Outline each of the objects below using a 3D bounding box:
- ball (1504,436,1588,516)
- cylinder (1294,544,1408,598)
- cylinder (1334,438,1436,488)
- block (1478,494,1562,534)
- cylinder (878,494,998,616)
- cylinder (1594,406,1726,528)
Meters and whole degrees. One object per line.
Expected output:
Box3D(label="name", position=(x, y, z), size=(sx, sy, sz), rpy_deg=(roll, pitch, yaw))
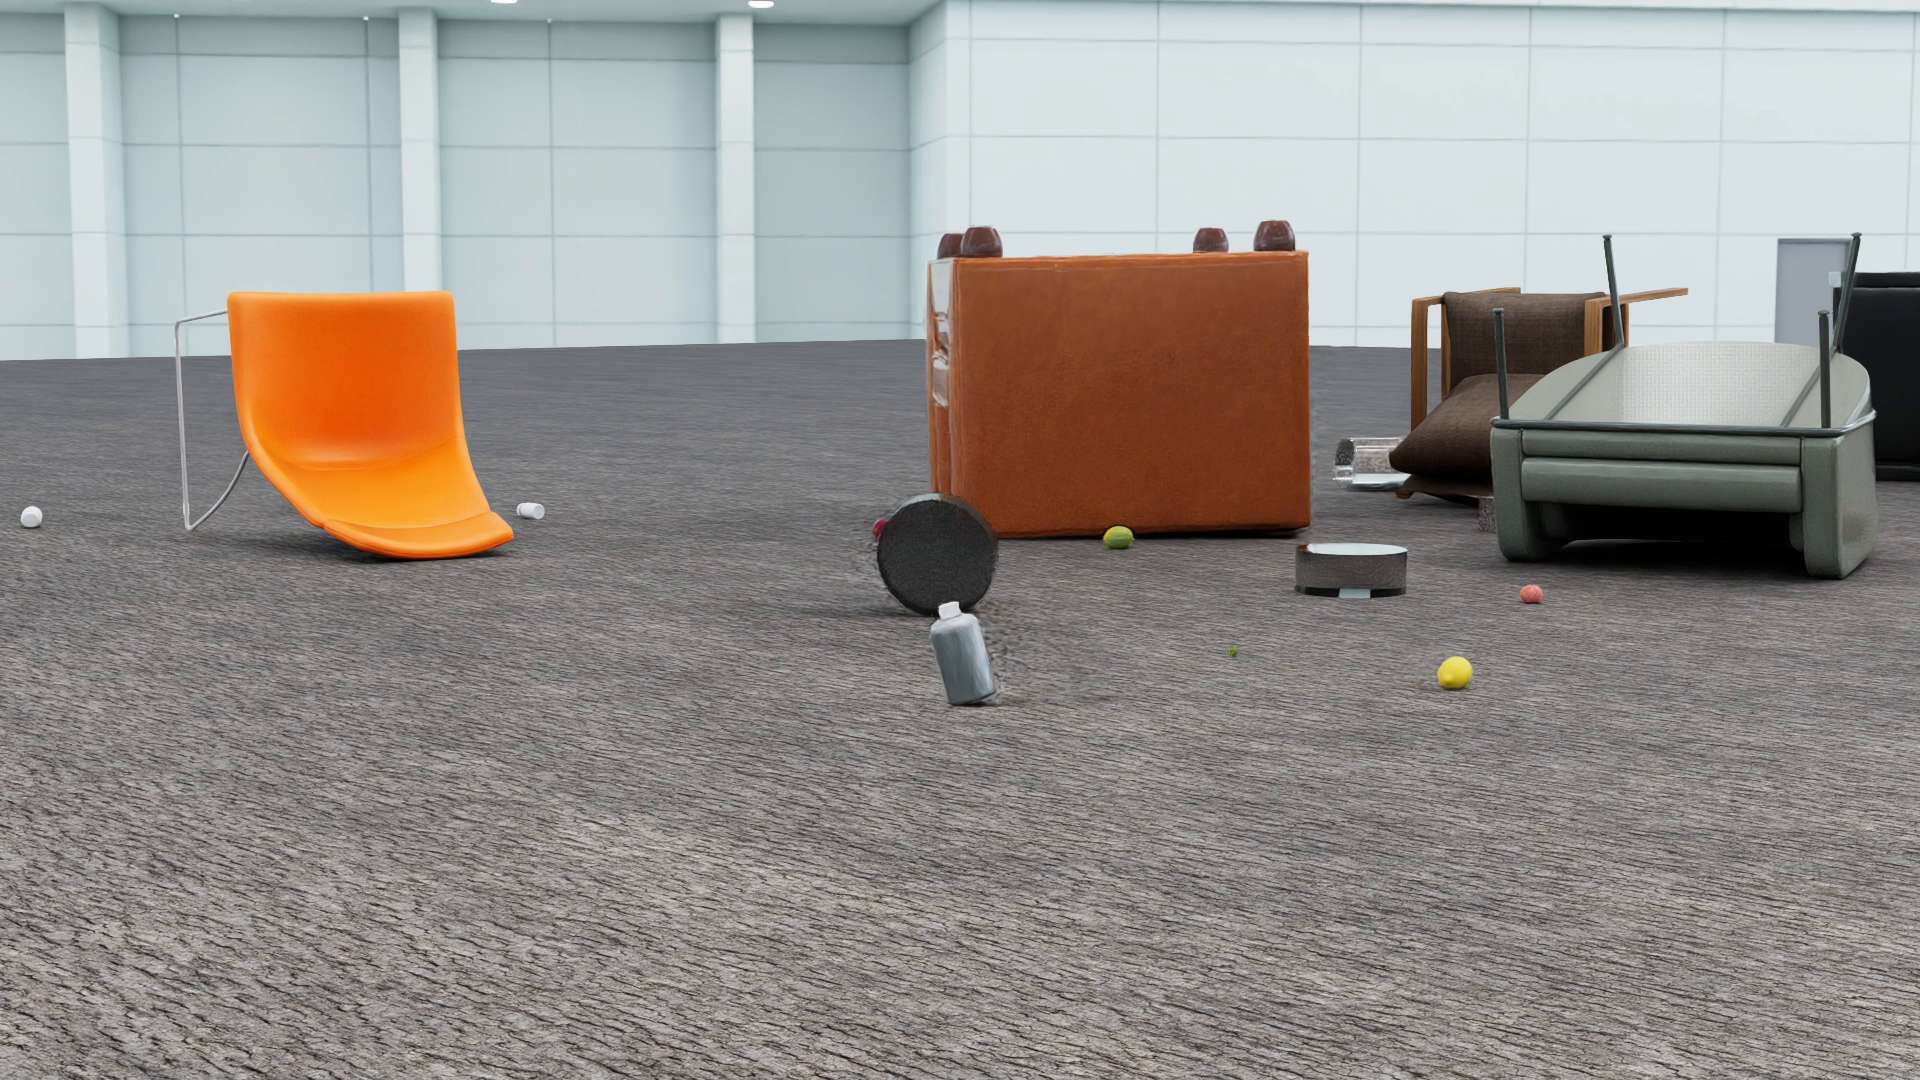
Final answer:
Box3D(label="ball", position=(1.593, -0.171, 6.974), size=(0.226, 0.226, 0.226), rpy_deg=(0, 6, 0))
Box3D(label="cylinder", position=(0.818, 0.063, 5.370), size=(0.232, 0.089, 0.236), rpy_deg=(-1, 6, -10))
Box3D(label="cylinder", position=(1.319, -0.241, 7.981), size=(0.252, 0.152, 0.232), rpy_deg=(-1, -8, -9))
Box3D(label="block", position=(1.452, -0.067, 6.648), size=(0.178, 0.086, 0.113), rpy_deg=(-2, 6, -21))
Box3D(label="cylinder", position=(-0.043, 0.028, 5.034), size=(0.235, 0.220, 0.160), rpy_deg=(44, 6, -2))
Box3D(label="cylinder", position=(1.862, -0.197, 6.838), size=(0.307, 0.306, 0.234), rpy_deg=(39, 8, 1))
